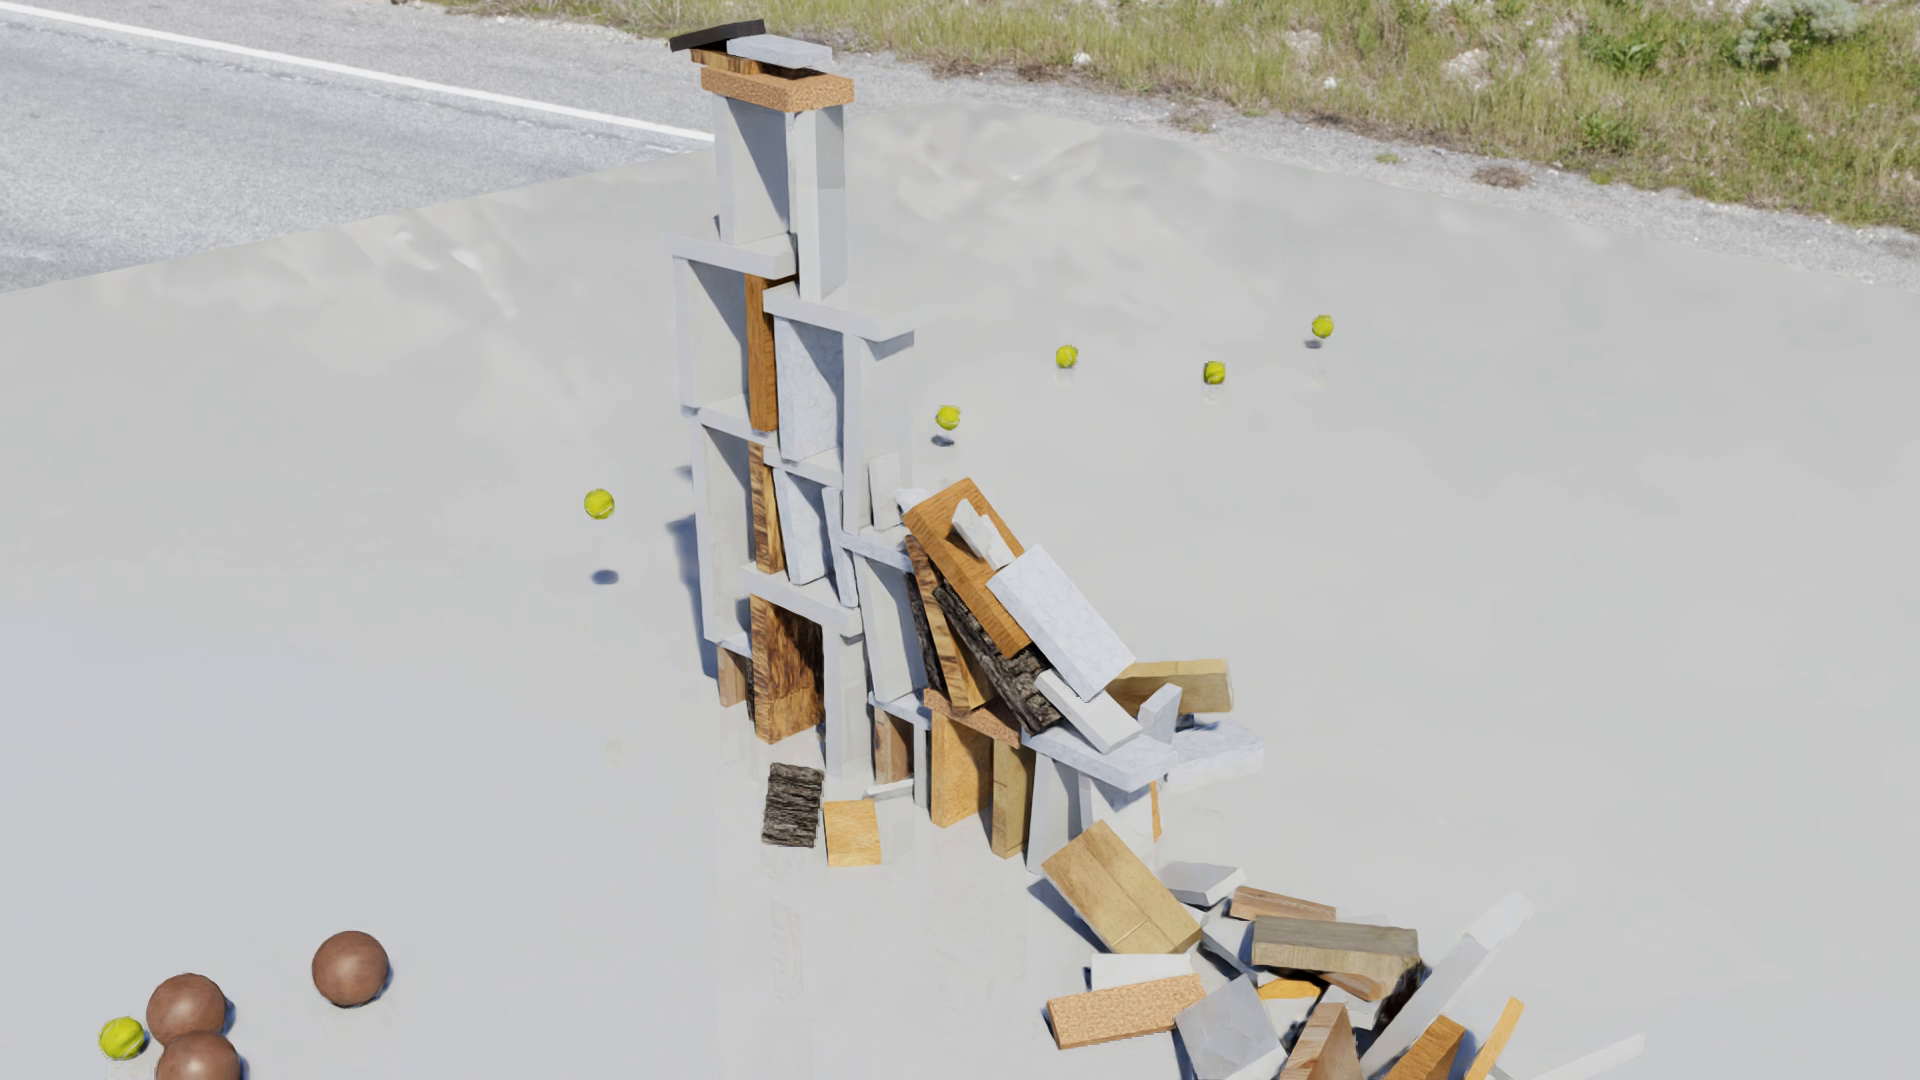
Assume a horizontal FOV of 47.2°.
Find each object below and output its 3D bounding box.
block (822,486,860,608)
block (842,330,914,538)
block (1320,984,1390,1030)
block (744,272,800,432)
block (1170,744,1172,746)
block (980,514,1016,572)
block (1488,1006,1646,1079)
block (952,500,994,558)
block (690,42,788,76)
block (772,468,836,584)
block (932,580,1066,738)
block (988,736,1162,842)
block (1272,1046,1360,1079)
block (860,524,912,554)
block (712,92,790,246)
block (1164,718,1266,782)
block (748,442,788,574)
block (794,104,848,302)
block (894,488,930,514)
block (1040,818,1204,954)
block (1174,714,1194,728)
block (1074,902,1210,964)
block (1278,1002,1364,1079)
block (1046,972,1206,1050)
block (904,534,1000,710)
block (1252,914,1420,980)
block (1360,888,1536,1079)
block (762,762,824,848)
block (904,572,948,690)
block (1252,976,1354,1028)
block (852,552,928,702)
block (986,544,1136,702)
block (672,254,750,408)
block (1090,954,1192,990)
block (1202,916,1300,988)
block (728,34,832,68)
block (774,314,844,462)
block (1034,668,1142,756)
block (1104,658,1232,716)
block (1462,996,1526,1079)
[{"bbox_3d":[-0.205,-0.001,4.443,0.035,0.246,0.123,6,21,43],"label":"block"},{"bbox_3d":[-0.160,-0.221,4.314,0.043,0.413,0.151,22,31,37],"label":"block"},{"bbox_3d":[0.669,0.773,3.713,0.092,0.026,0.184,9,12,20],"label":"block"},{"bbox_3d":[-0.355,-0.397,4.449,0.046,0.324,0.162,18,29,37],"label":"block"},{"bbox_3d":[0.313,0.423,4.652,0.247,0.035,0.123,5,20,44],"label":"block"},{"bbox_3d":[0.057,0.005,4.153,0.053,0.015,0.106,-24,77,-43],"label":"block"},{"bbox_3d":[1.019,0.858,3.707,0.289,0.025,0.087,-13,26,-28],"label":"block"},{"bbox_3d":[0.023,-0.021,4.078,0.015,0.106,0.053,-3,50,34],"label":"block"},{"bbox_3d":[-0.431,-0.938,4.282,0.096,0.027,0.192,-18,29,-36],"label":"block"},{"bbox_3d":[-0.312,-0.044,4.544,0.035,0.246,0.123,8,22,43],"label":"block"},{"bbox_3d":[0.106,0.198,4.167,0.167,0.047,0.334,-23,74,-43],"label":"block"},{"bbox_3d":[0.178,0.484,4.436,0.486,0.139,0.039,14,41,31],"label":"block"},{"bbox_3d":[0.567,0.877,3.661,0.182,0.026,0.091,-12,26,-26],"label":"block"},{"bbox_3d":[-0.121,-0.004,4.311,0.139,0.020,0.070,16,28,32],"label":"block"},{"bbox_3d":[-0.412,-0.747,4.359,0.042,0.300,0.150,19,29,40],"label":"block"},{"bbox_3d":[0.510,0.445,4.668,0.247,0.035,0.123,-12,26,-26],"label":"block"},{"bbox_3d":[-0.366,-0.084,4.594,0.040,0.283,0.141,18,29,42],"label":"block"},{"bbox_3d":[-0.267,-0.658,4.233,0.042,0.368,0.150,7,24,16],"label":"block"},{"bbox_3d":[-0.067,-0.044,4.304,0.070,0.020,0.139,-1,46,-44],"label":"block"},{"bbox_3d":[0.291,0.652,3.980,0.144,0.041,0.288,-35,55,-14],"label":"block"},{"bbox_3d":[0.430,0.358,4.879,0.103,0.029,0.205,-7,24,-16],"label":"block"},{"bbox_3d":[0.331,0.687,4.022,0.244,0.097,0.028,18,-10,35],"label":"block"},{"bbox_3d":[0.553,0.885,3.447,0.046,0.163,0.327,-5,20,29],"label":"block"},{"bbox_3d":[0.290,0.808,3.772,0.275,0.024,0.084,-7,58,-15],"label":"block"},{"bbox_3d":[0.013,0.134,4.255,0.047,0.352,0.167,-7,12,46],"label":"block"},{"bbox_3d":[0.645,0.699,3.783,0.278,0.039,0.139,4,11,9],"label":"block"},{"bbox_3d":[0.779,0.732,3.561,0.046,0.390,0.163,43,40,20],"label":"block"},{"bbox_3d":[-0.325,0.516,4.271,0.103,0.205,0.029,8,43,-2],"label":"block"},{"bbox_3d":[-0.032,0.164,4.329,0.118,0.236,0.033,-22,14,-41],"label":"block"},{"bbox_3d":[0.589,0.804,3.789,0.182,0.026,0.091,8,49,18],"label":"block"},{"bbox_3d":[-0.140,0.159,4.445,0.033,0.318,0.118,7,22,44],"label":"block"},{"bbox_3d":[0.190,0.153,4.123,0.288,0.041,0.144,50,43,5],"label":"block"},{"bbox_3d":[-0.513,-0.452,4.583,0.046,0.324,0.162,20,30,39],"label":"block"},{"bbox_3d":[0.317,0.770,3.849,0.174,0.025,0.087,0,64,0],"label":"block"},{"bbox_3d":[0.513,0.719,3.878,0.092,0.026,0.184,-18,24,-21],"label":"block"},{"bbox_3d":[-0.346,-0.935,4.202,0.192,0.027,0.096,22,31,40],"label":"block"},{"bbox_3d":[-0.297,-0.324,4.411,0.043,0.301,0.151,18,29,38],"label":"block"},{"bbox_3d":[0.238,0.309,4.091,0.097,0.028,0.194,-23,59,-43],"label":"block"},{"bbox_3d":[0.428,0.310,4.592,0.266,0.133,0.038,-4,48,12],"label":"block"},{"bbox_3d":[0.854,0.834,3.562,0.026,0.184,0.092,29,32,15],"label":"block"}]
